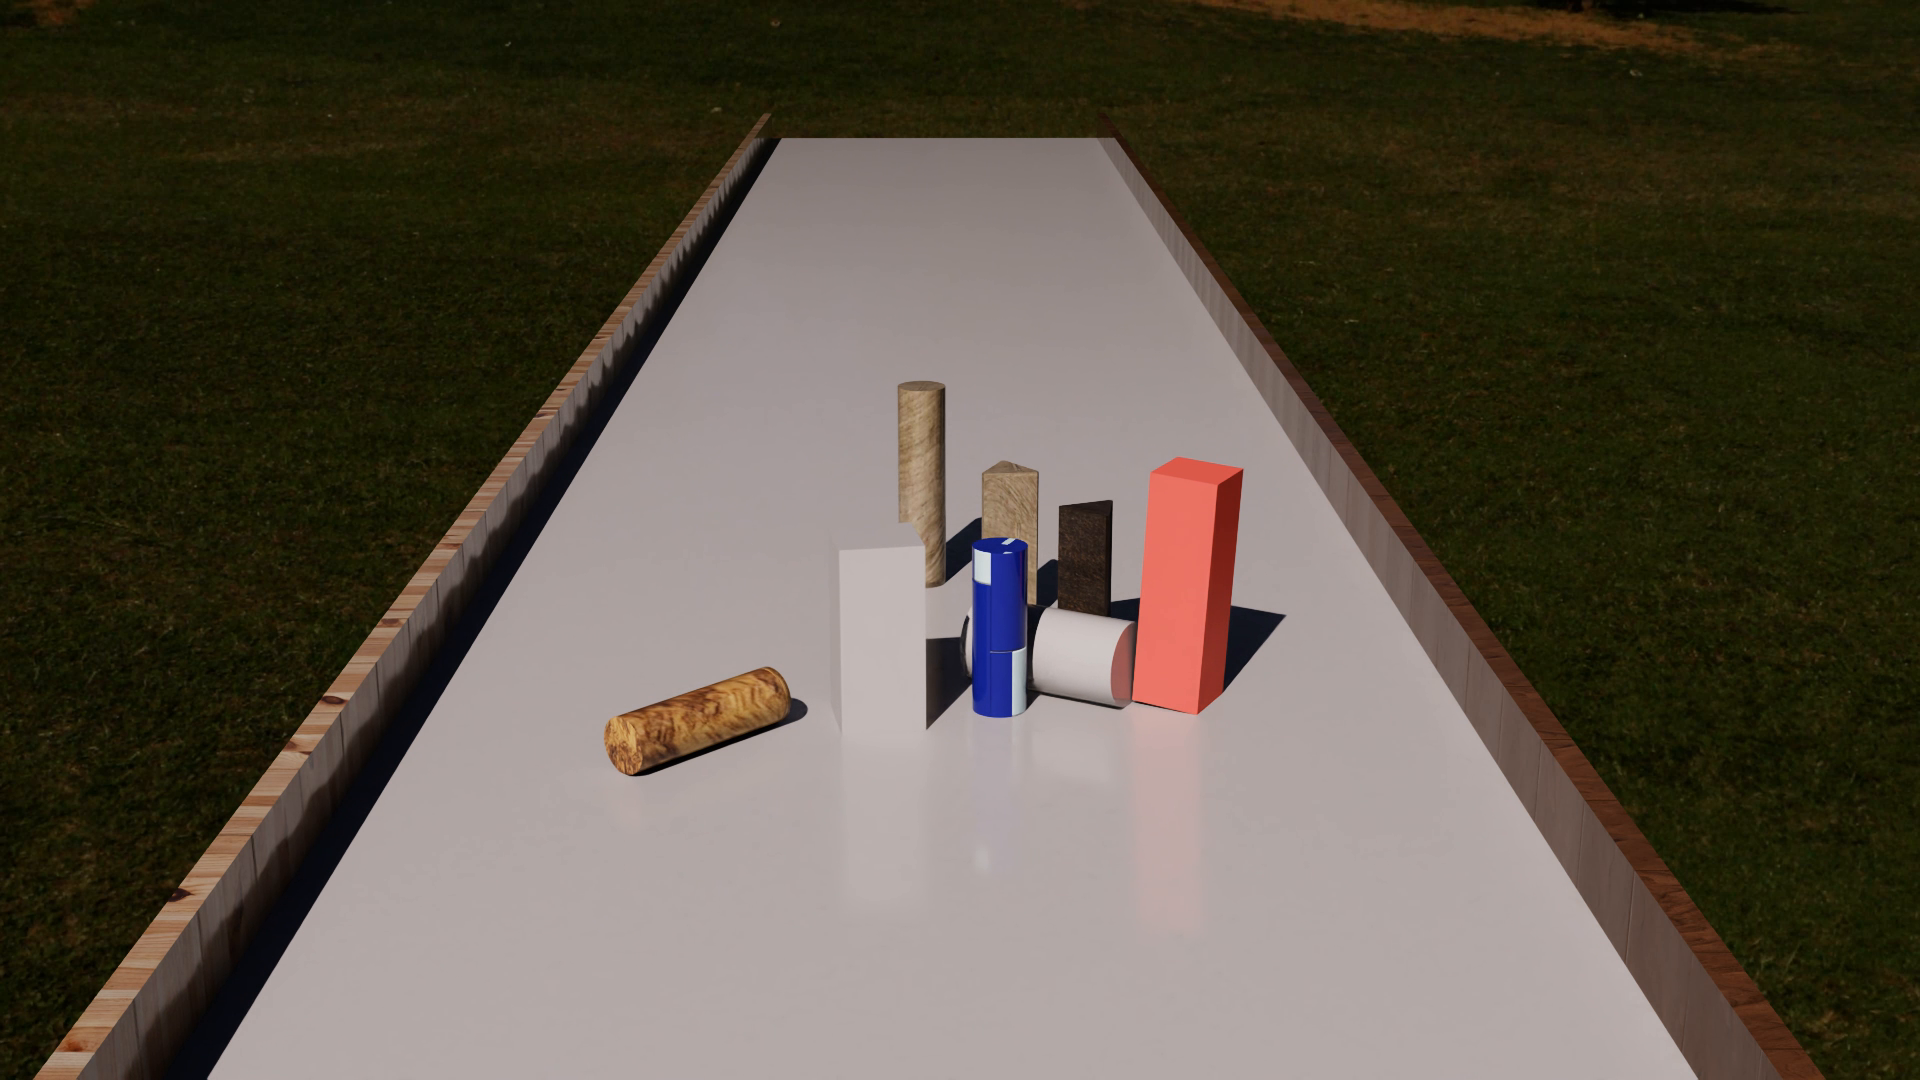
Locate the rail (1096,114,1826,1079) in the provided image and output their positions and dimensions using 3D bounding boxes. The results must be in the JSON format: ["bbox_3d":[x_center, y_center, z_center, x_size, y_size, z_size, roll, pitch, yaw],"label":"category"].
[{"bbox_3d":[0.932,-0.844,7.801,0.050,0.150,12.000,0,17,-1],"label":"rail"}]

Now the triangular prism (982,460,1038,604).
[{"bbox_3d":[0.098,0.002,4.647,0.117,0.326,0.101,-2,17,-7],"label":"triangular prism"}]

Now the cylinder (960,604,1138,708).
[{"bbox_3d":[0.179,0.213,4.225,0.321,0.164,0.164,9,19,28],"label":"cylinder"}]

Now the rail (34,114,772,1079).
[{"bbox_3d":[-1.118,-0.838,7.780,0.050,0.150,12.000,0,17,-1],"label":"rail"}]

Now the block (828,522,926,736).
[{"bbox_3d":[-0.153,0.163,4.056,0.156,0.355,0.156,-3,17,-10],"label":"block"}]

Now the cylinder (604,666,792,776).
[{"bbox_3d":[-0.468,0.322,3.957,0.106,0.106,0.350,15,22,41],"label":"cylinder"}]

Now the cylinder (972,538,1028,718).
[{"bbox_3d":[0.074,0.164,4.112,0.103,0.321,0.103,0,17,0],"label":"cylinder"}]

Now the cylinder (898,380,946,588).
[{"bbox_3d":[-0.084,-0.121,4.851,0.105,0.447,0.105,0,17,0],"label":"cylinder"}]

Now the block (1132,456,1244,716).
[{"bbox_3d":[0.428,0.085,4.137,0.132,0.451,0.132,12,20,25],"label":"block"}]

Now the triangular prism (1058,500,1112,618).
[{"bbox_3d":[0.272,0.081,4.405,0.117,0.313,0.101,12,20,35],"label":"triangular prism"}]
